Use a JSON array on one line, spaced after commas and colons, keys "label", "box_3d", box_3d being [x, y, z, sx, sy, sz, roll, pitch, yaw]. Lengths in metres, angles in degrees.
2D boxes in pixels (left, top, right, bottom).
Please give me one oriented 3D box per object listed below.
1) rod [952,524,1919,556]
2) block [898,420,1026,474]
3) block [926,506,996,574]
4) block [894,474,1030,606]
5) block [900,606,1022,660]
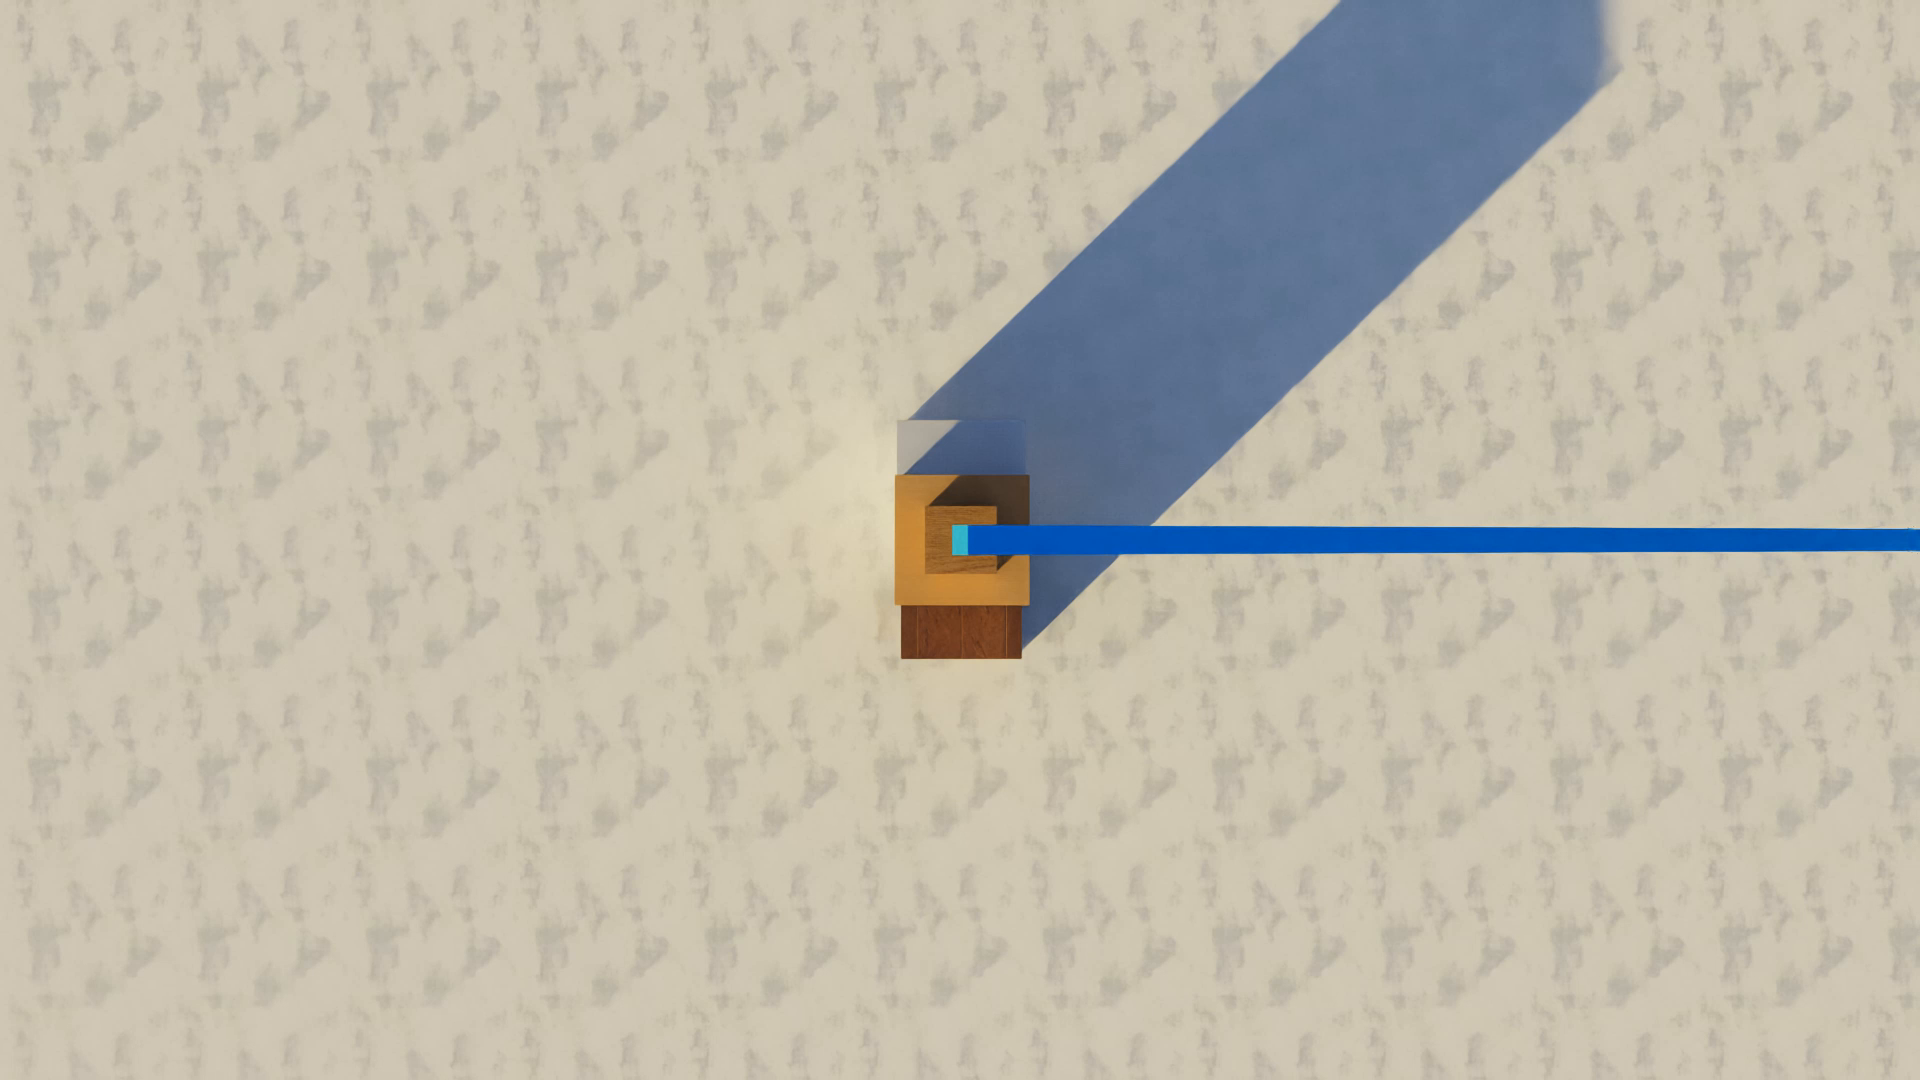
[{"label": "rod", "box_3d": [2.234, 0.000, 7.213, 5.200, 0.080, 0.080, 0, 90, -31]}, {"label": "block", "box_3d": [0.007, -0.299, 12.651, 0.718, 0.698, 0.745, 0, 90, 0]}, {"label": "block", "box_3d": [0.005, 0.000, 11.333, 0.364, 0.390, 0.345, 0, 90, 0]}, {"label": "block", "box_3d": [0.011, 0.000, 11.915, 0.707, 0.774, 0.684, 0, 90, 0]}, {"label": "block", "box_3d": [0.007, 0.378, 12.700, 0.682, 0.600, 0.587, 0, 90, 0]}]
